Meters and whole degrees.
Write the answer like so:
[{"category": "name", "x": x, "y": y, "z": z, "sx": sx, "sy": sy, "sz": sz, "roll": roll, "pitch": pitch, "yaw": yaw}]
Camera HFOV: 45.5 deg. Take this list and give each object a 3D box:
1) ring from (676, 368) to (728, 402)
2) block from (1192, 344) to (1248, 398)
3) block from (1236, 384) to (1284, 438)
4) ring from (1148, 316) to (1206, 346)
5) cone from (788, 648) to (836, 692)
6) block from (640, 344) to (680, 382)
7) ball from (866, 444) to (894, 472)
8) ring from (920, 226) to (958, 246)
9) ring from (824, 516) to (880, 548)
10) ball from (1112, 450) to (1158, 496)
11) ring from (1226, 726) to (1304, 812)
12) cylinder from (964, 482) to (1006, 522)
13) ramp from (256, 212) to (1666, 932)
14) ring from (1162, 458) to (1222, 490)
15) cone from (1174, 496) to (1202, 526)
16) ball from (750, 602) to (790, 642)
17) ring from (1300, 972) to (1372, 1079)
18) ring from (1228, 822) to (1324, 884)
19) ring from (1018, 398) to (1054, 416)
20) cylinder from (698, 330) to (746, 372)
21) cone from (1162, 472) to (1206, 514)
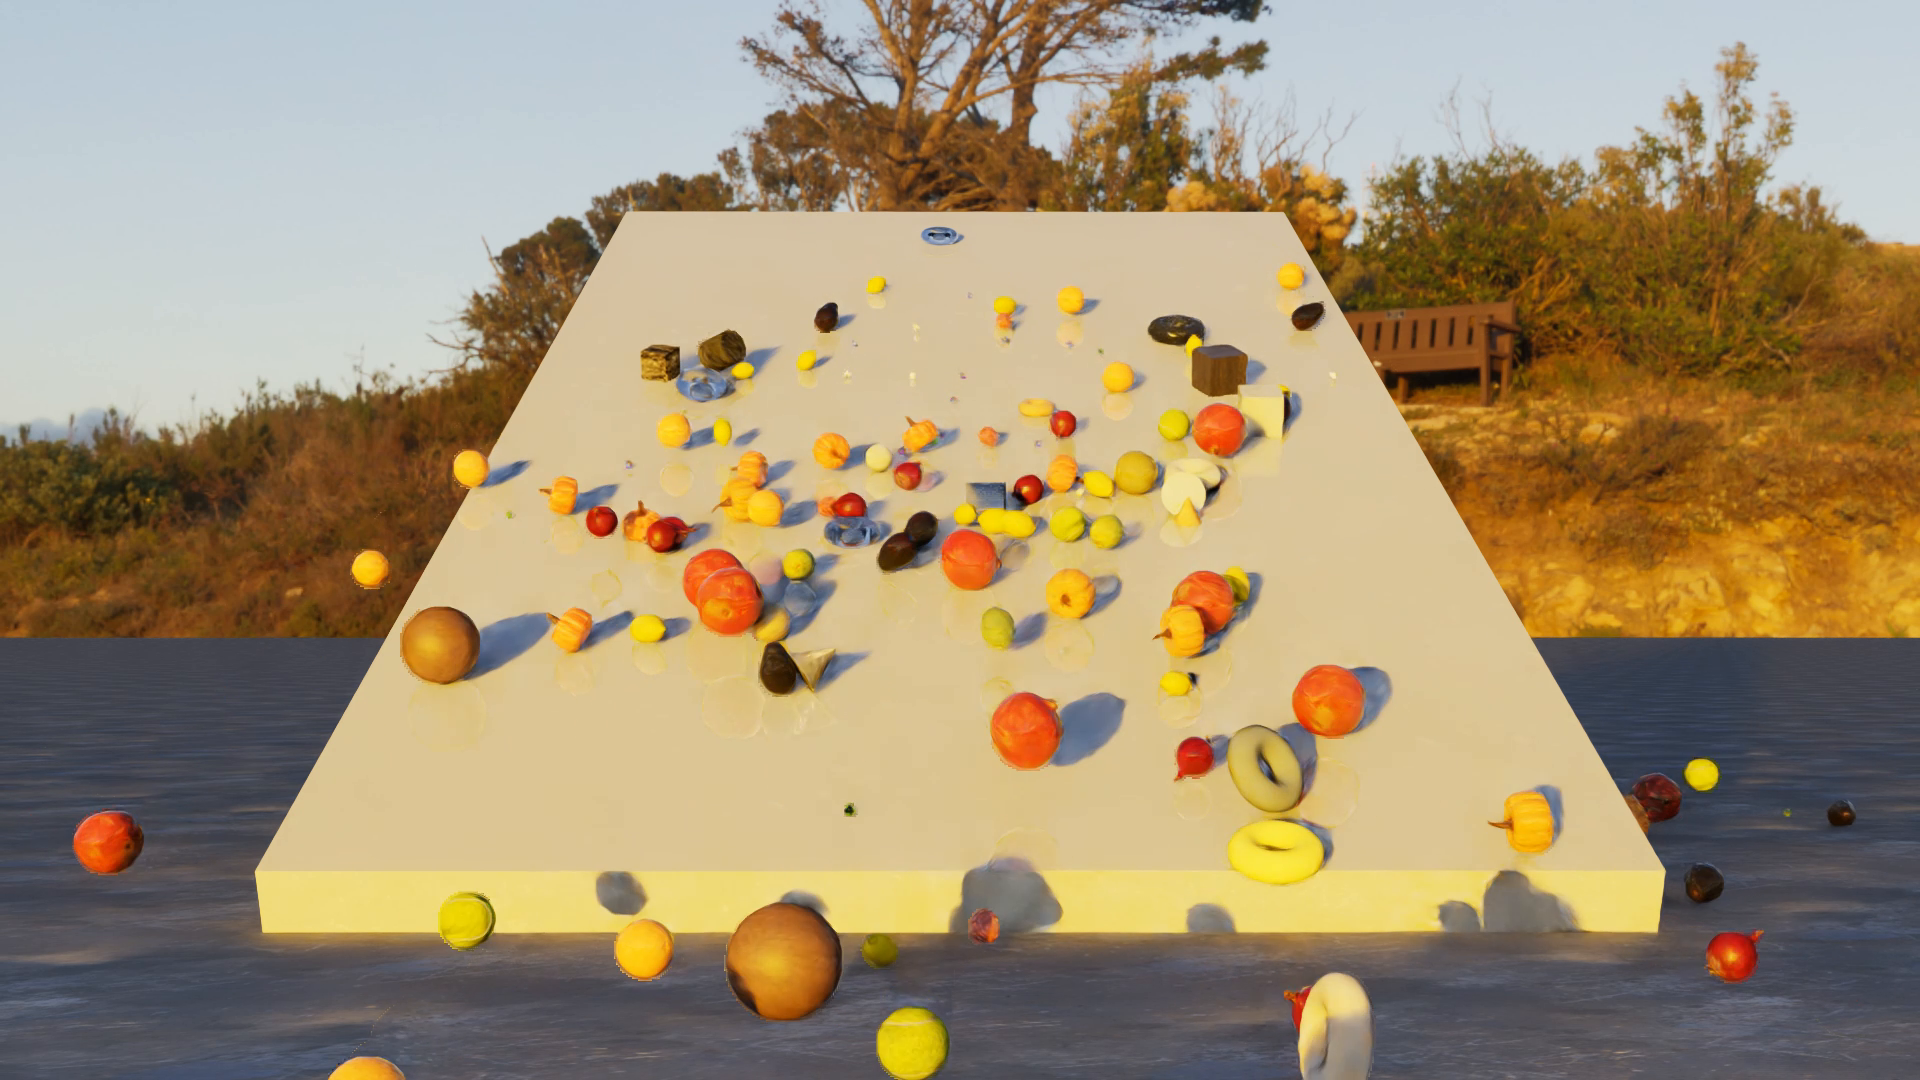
[{"category": "ring", "x": -0.594, "y": -0.358, "z": 5.261, "sx": 0.117, "sy": 0.039, "sz": 0.117, "roll": 4, "pitch": 34, "yaw": -3}, {"category": "block", "x": 0.601, "y": -0.394, "z": 5.310, "sx": 0.093, "sy": 0.093, "sz": 0.093, "roll": -8, "pitch": 23, "yaw": -21}, {"category": "block", "x": 0.659, "y": -0.283, "z": 5.032, "sx": 0.092, "sy": 0.092, "sz": 0.092, "roll": 0, "pitch": 22, "yaw": 1}, {"category": "ring", "x": 0.540, "y": -0.522, "z": 5.698, "sx": 0.143, "sy": 0.048, "sz": 0.143, "roll": -1, "pitch": 23, "yaw": 0}, {"category": "cone", "x": -0.233, "y": 0.198, "z": 3.787, "sx": 0.076, "sy": 0.076, "sz": 0.076, "roll": -34, "pitch": 5, "yaw": -11}, {"category": "block", "x": -0.706, "y": -0.418, "z": 5.398, "sx": 0.068, "sy": 0.068, "sz": 0.068, "roll": 8, "pitch": 23, "yaw": 20}, {"category": "ball", "x": -0.169, "y": -0.172, "z": 4.791, "sx": 0.059, "sy": 0.059, "sz": 0.059, "roll": 0, "pitch": -2, "yaw": 0}, {"category": "ring", "x": -0.060, "y": -0.878, "z": 6.613, "sx": 0.108, "sy": 0.036, "sz": 0.108, "roll": 1, "pitch": 22, "yaw": -1}, {"category": "ring", "x": -0.209, "y": -0.016, "z": 4.425, "sx": 0.112, "sy": 0.037, "sz": 0.112, "roll": 1, "pitch": 20, "yaw": 0}, {"category": "ball", "x": 0.357, "y": -0.137, "z": 4.659, "sx": 0.091, "sy": 0.091, "sz": 0.091, "roll": 0, "pitch": -2, "yaw": 0}, {"category": "ring", "x": 0.455, "y": 0.341, "z": 3.413, "sx": 0.139, "sy": 0.139, "sz": 0.046, "roll": 2, "pitch": -30, "yaw": -42}, {"category": "cylinder", "x": 0.050, "y": -0.076, "z": 4.522, "sx": 0.077, "sy": 0.077, "sz": 0.077, "roll": -2, "pitch": -2, "yaw": -2}, {"category": "ramp", "x": -0.006, "y": -0.218, "z": 5.125, "sx": 2.000, "sy": 0.100, "sz": 4.000, "roll": 0, "pitch": 22, "yaw": 0}, {"category": "ring", "x": 0.477, "y": -0.134, "z": 4.722, "sx": 0.124, "sy": 0.041, "sz": 0.124, "roll": 0, "pitch": 23, "yaw": 0}, {"category": "cone", "x": 0.450, "y": -0.062, "z": 4.518, "sx": 0.056, "sy": 0.056, "sz": 0.056, "roll": 0, "pitch": 21, "yaw": 0}, {"category": "ball", "x": -0.329, "y": 0.142, "z": 3.978, "sx": 0.070, "sy": 0.070, "sz": 0.070, "roll": 0, "pitch": -2, "yaw": 0}, {"category": "ring", "x": 0.338, "y": 0.449, "z": 2.063, "sx": 0.039, "sy": 0.118, "sz": 0.118, "roll": 8, "pitch": -4, "yaw": -9}, {"category": "ring", "x": 0.449, "y": 0.443, "z": 3.254, "sx": 0.138, "sy": 0.046, "sz": 0.138, "roll": -1, "pitch": 21, "yaw": 0}, {"category": "ring", "x": 0.173, "y": -0.299, "z": 5.159, "sx": 0.081, "sy": 0.027, "sz": 0.081, "roll": 1, "pitch": 21, "yaw": 0}, {"category": "cylinder", "x": -0.561, "y": -0.445, "z": 5.398, "sx": 0.080, "sy": 0.080, "sz": 0.080, "roll": -22, "pitch": -15, "yaw": 36}, {"category": "cone", "x": 0.442, "y": -0.087, "z": 4.603, "sx": 0.090, "sy": 0.090, "sz": 0.090, "roll": 0, "pitch": -5, "yaw": -4}]
